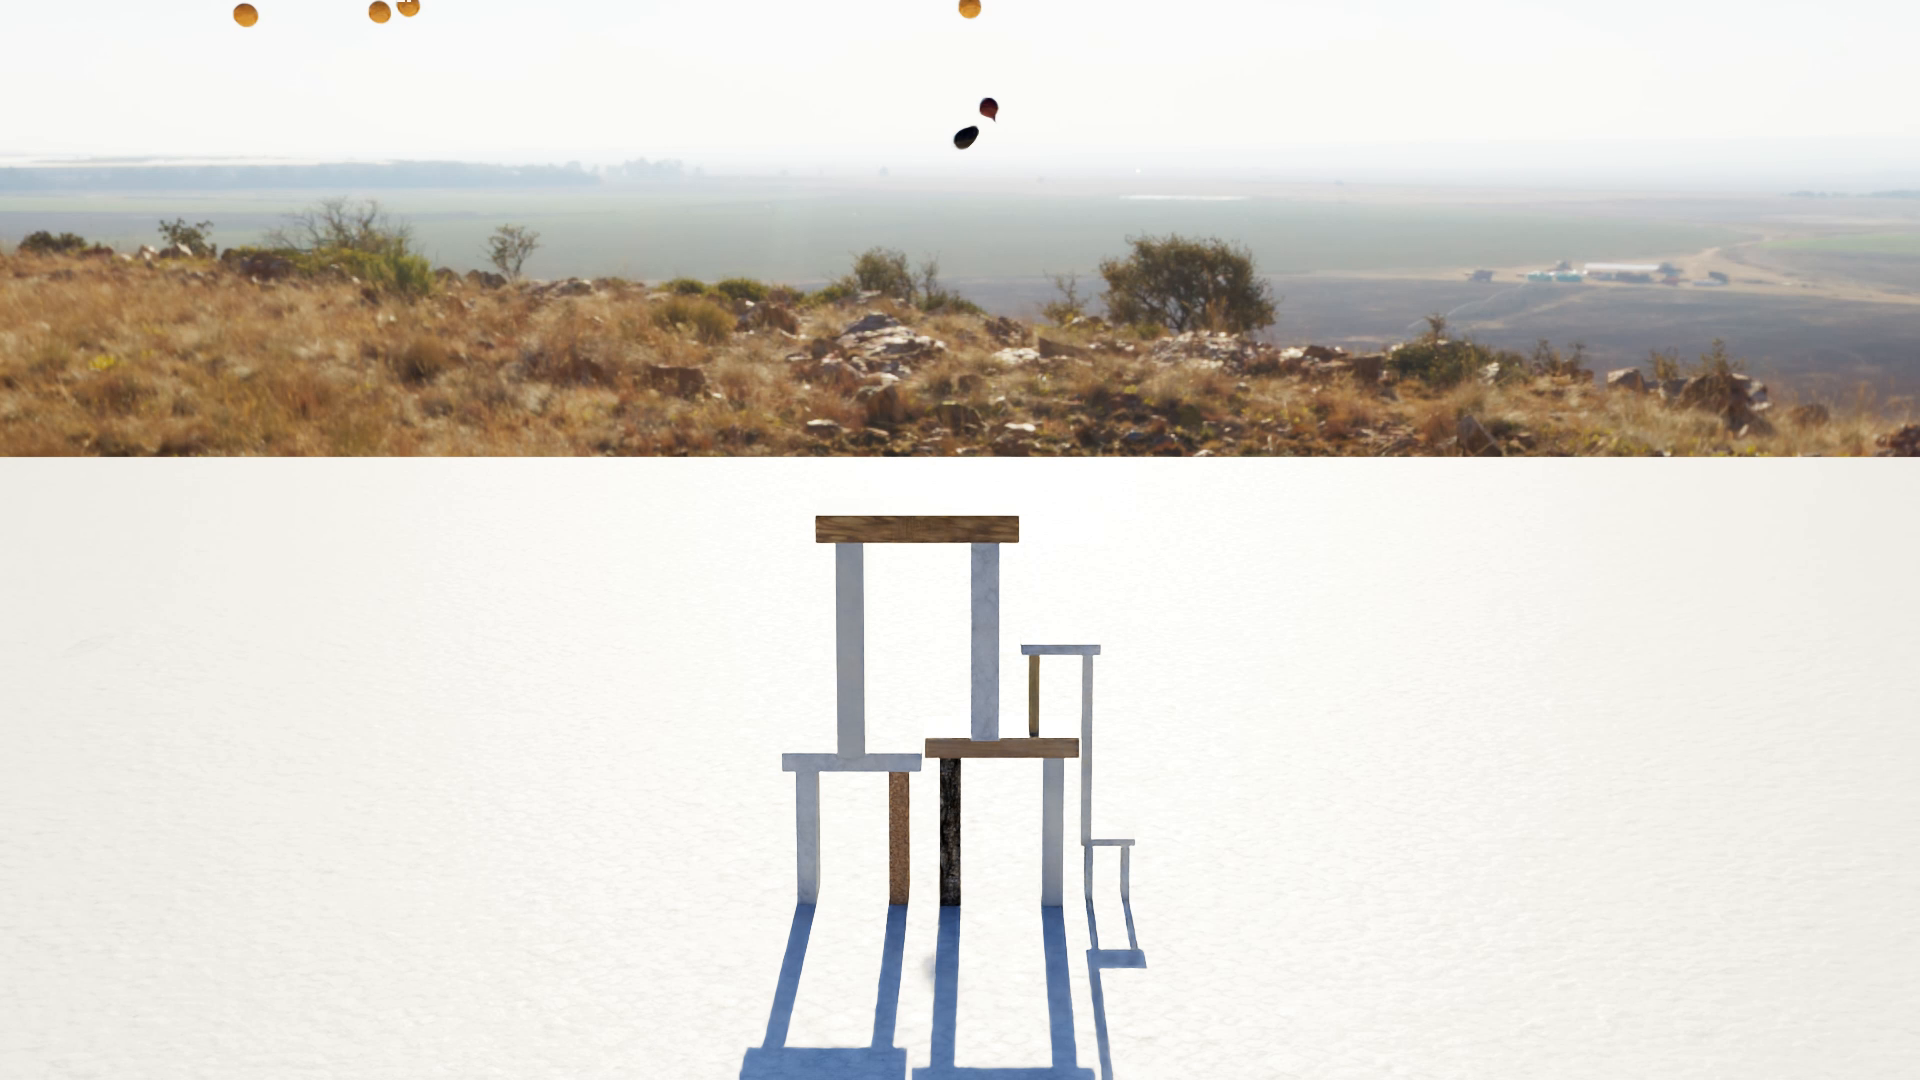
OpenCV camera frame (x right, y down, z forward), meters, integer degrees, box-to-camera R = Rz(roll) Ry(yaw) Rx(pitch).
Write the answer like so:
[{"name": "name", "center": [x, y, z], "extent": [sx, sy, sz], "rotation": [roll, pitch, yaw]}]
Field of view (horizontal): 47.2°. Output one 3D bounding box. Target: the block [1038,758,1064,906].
[{"name": "block", "center": [0.152, 0.466, 3.649], "extent": [0.036, 0.251, 0.126], "rotation": [0, 11, 0]}]

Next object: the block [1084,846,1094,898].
[{"name": "block", "center": [0.214, 0.546, 3.657], "extent": [0.013, 0.091, 0.045], "rotation": [0, 11, 0]}]

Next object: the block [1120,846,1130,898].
[{"name": "block", "center": [0.274, 0.546, 3.657], "extent": [0.013, 0.091, 0.045], "rotation": [0, 11, 0]}]

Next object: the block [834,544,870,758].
[{"name": "block", "center": [-0.175, 0.163, 3.588], "extent": [0.046, 0.351, 0.162], "rotation": [0, 11, 0]}]

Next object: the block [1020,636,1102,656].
[{"name": "block", "center": [0.164, 0.172, 3.591], "extent": [0.130, 0.018, 0.065], "rotation": [0, 11, 0]}]

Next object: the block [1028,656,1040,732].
[{"name": "block", "center": [0.121, 0.245, 3.604], "extent": [0.018, 0.130, 0.065], "rotation": [0, 11, 0]}]

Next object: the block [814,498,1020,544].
[{"name": "block", "center": [-0.067, -0.032, 3.552], "extent": [0.323, 0.046, 0.162], "rotation": [0, 11, 0]}]

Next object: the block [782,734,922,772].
[{"name": "block", "center": [-0.176, 0.351, 3.626], "extent": [0.227, 0.032, 0.113], "rotation": [0, 11, 0]}]

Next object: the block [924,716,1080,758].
[{"name": "block", "center": [0.068, 0.325, 3.623], "extent": [0.251, 0.036, 0.126], "rotation": [0, 11, 0]}]

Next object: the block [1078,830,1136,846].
[{"name": "block", "center": [0.244, 0.495, 3.648], "extent": [0.091, 0.013, 0.045], "rotation": [0, 11, 0]}]

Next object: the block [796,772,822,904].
[{"name": "block", "center": [-0.252, 0.478, 3.650], "extent": [0.032, 0.227, 0.113], "rotation": [0, 11, 0]}]

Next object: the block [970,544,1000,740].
[{"name": "block", "center": [0.040, 0.150, 3.586], "extent": [0.046, 0.323, 0.162], "rotation": [0, 11, 0]}]

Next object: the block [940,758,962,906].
[{"name": "block", "center": [-0.016, 0.466, 3.649], "extent": [0.036, 0.251, 0.126], "rotation": [0, 11, 0]}]

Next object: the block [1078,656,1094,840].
[{"name": "block", "center": [0.207, 0.334, 3.621], "extent": [0.018, 0.312, 0.065], "rotation": [0, 11, 0]}]

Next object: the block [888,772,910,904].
[{"name": "block", "center": [-0.100, 0.478, 3.650], "extent": [0.032, 0.227, 0.113], "rotation": [0, 11, 0]}]
